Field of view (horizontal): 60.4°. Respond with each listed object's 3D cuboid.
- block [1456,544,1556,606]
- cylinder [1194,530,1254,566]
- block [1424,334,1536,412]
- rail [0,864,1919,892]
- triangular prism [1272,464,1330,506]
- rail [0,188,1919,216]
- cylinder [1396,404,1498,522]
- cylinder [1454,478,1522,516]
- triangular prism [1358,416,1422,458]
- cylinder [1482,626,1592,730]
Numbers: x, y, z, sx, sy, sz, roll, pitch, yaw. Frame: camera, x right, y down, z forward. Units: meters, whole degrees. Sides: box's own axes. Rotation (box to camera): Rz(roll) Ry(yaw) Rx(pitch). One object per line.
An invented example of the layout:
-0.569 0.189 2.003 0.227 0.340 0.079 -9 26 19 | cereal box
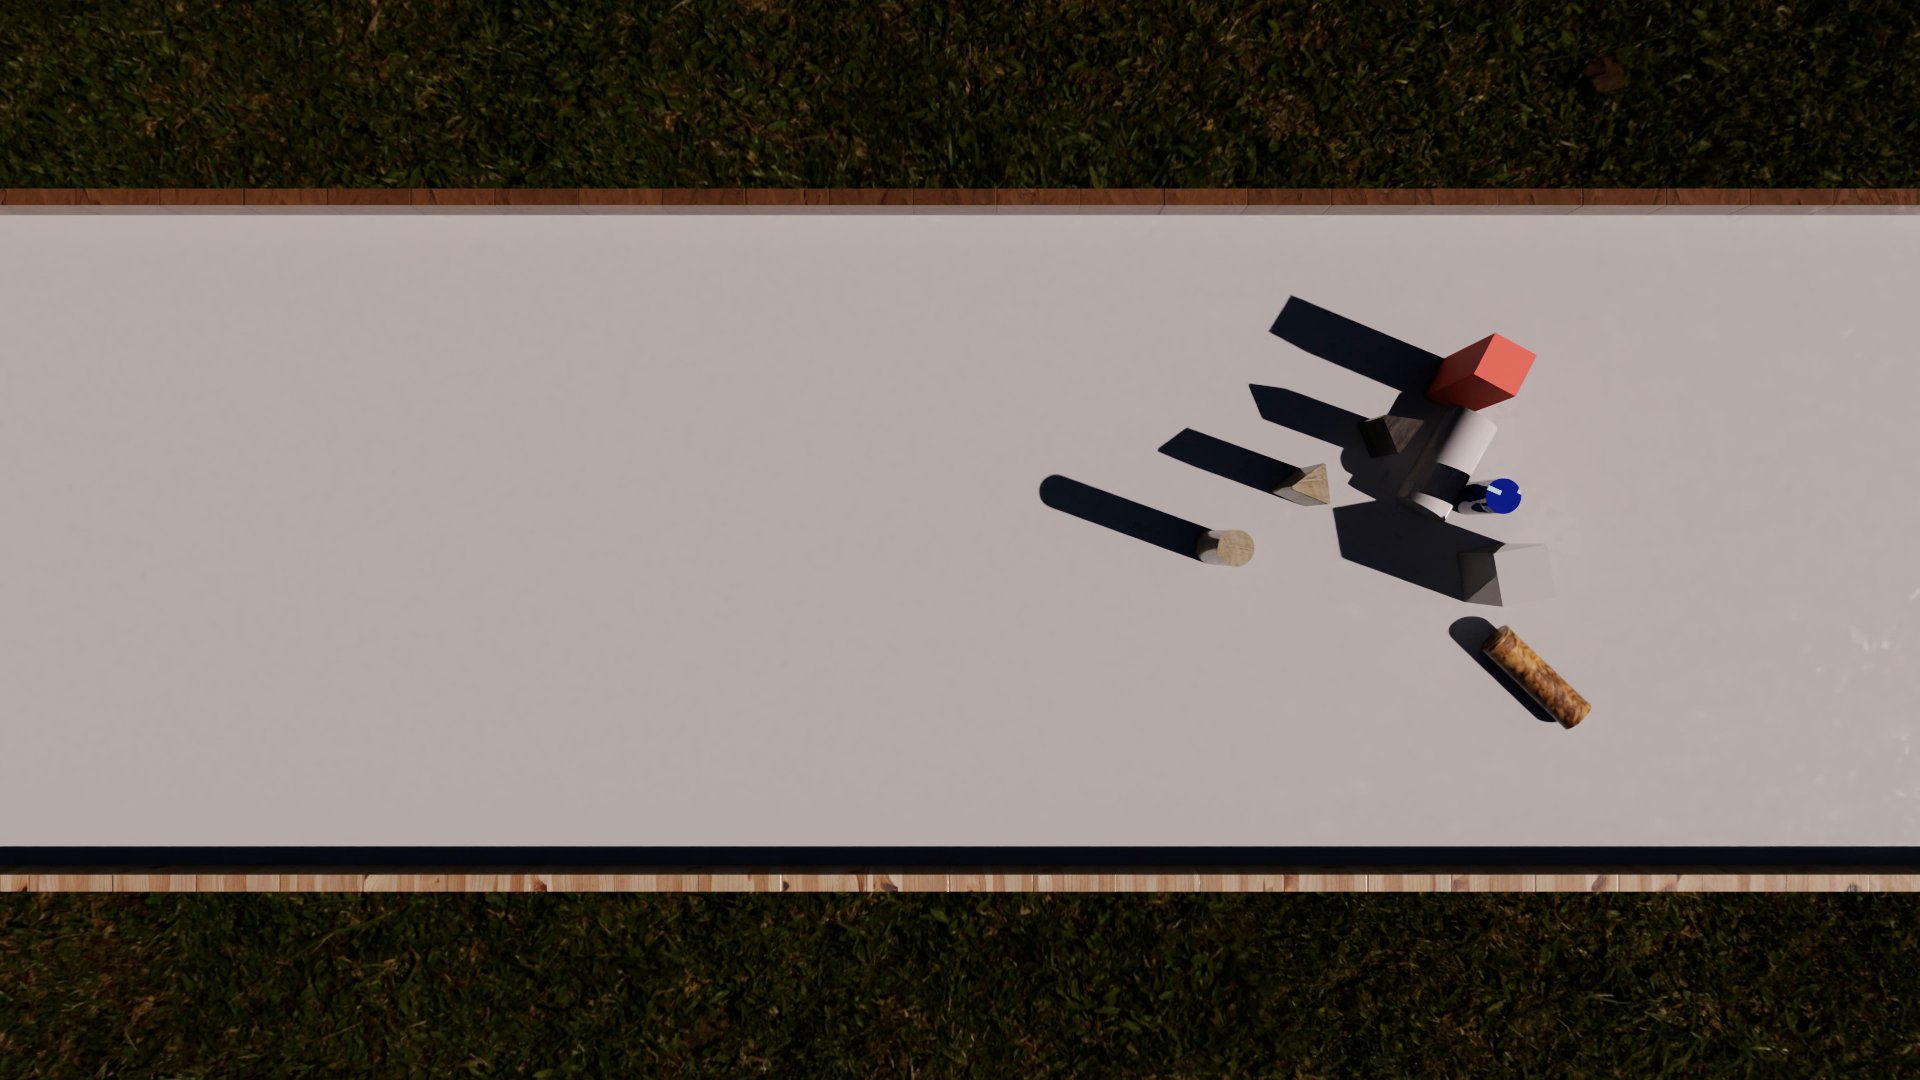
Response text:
1.617 0.101 4.899 0.156 0.355 0.156 -10 90 0 | block
0.774 0.023 4.853 0.105 0.447 0.105 0 90 0 | cylinder
1.523 -0.481 4.848 0.132 0.451 0.132 28 87 0 | block
-2.247 1.025 5.001 12.000 0.150 0.050 0 90 0 | rail
1.031 -0.174 4.914 0.117 0.326 0.101 23 90 0 | triangular prism
-2.247 -1.025 5.002 12.000 0.150 0.050 0 90 0 | rail
1.473 -0.233 4.995 0.164 0.164 0.321 30 90 0 | cylinder
1.566 -0.127 4.916 0.103 0.321 0.103 0 90 0 | cylinder
1.264 -0.328 4.920 0.101 0.313 0.117 38 90 0 | triangular prism
1.754 0.418 5.024 0.350 0.106 0.106 43 90 0 | cylinder
